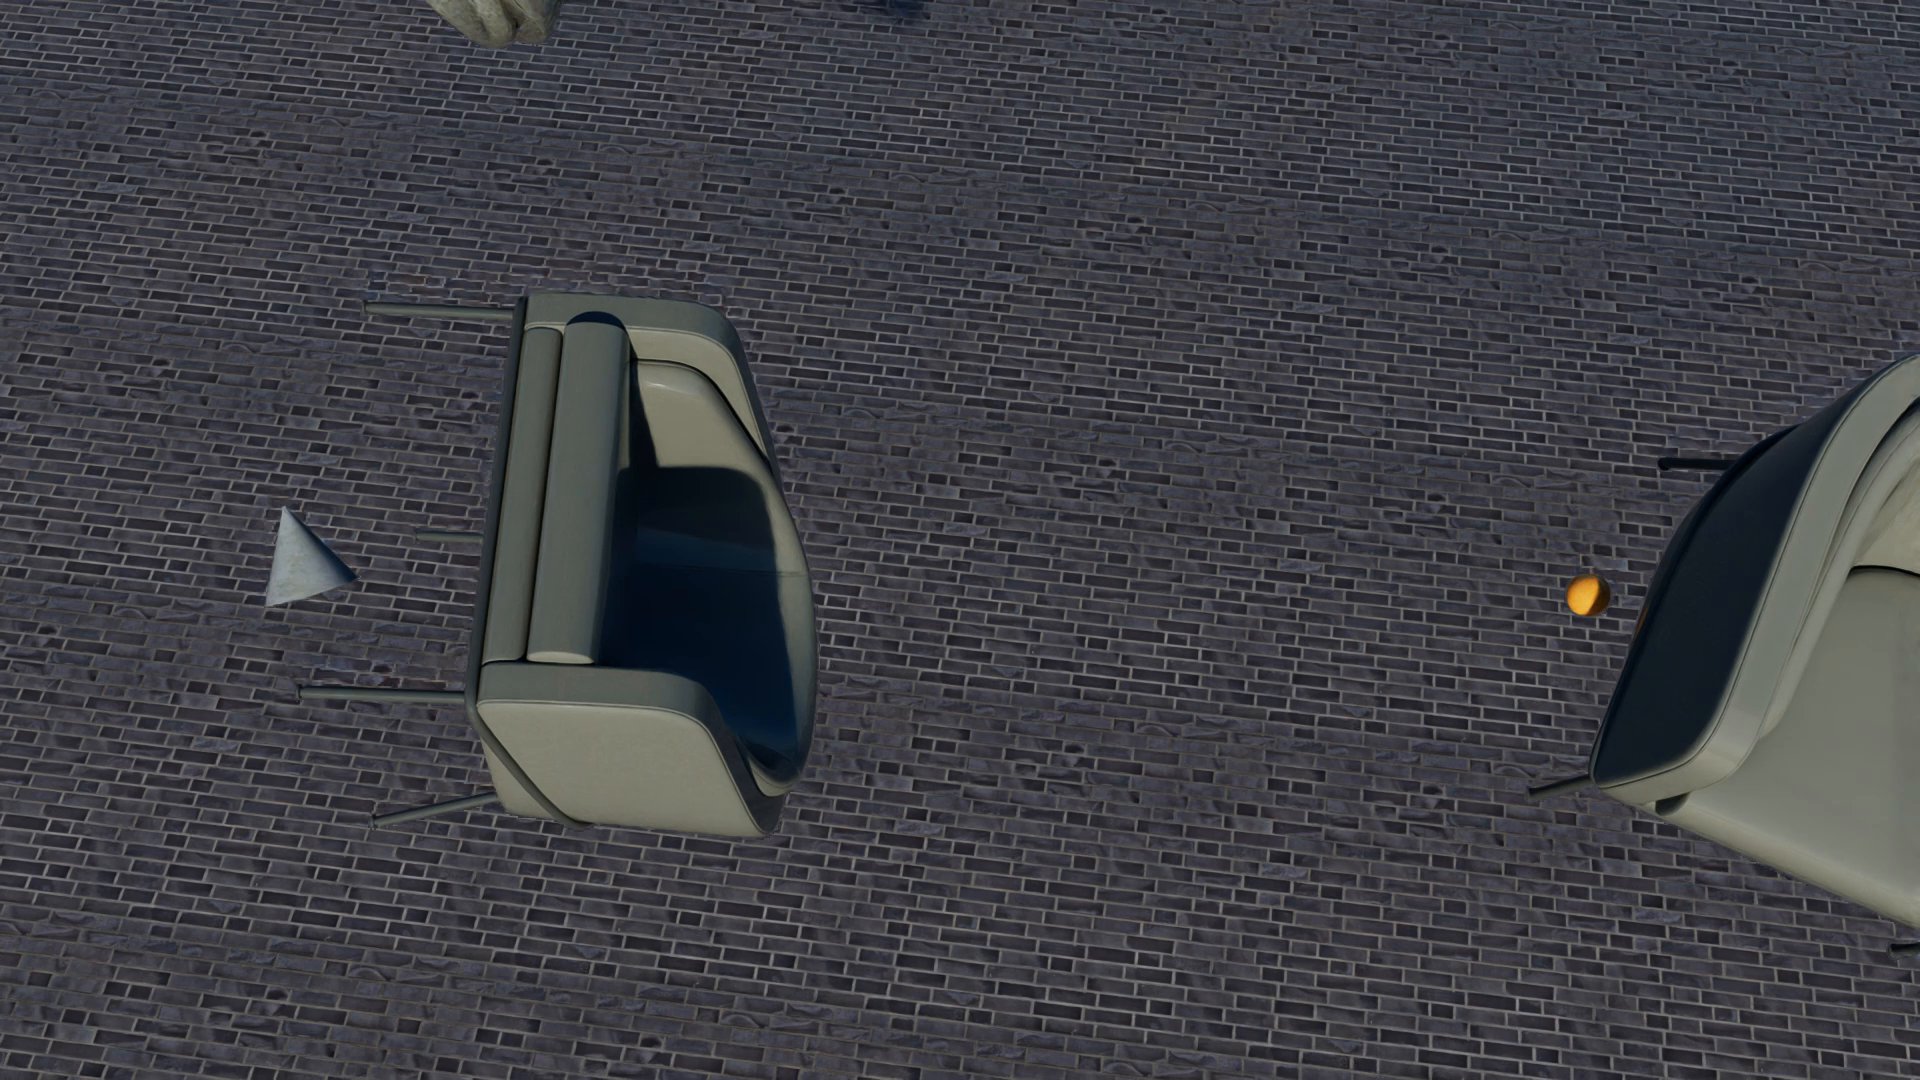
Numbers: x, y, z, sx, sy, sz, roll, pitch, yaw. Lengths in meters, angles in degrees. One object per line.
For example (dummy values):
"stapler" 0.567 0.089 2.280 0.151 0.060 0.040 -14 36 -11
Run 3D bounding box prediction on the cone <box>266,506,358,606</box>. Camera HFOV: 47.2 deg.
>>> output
"cone" -1.266 0.015 4.201 0.180 0.162 0.174 -17 100 -7
